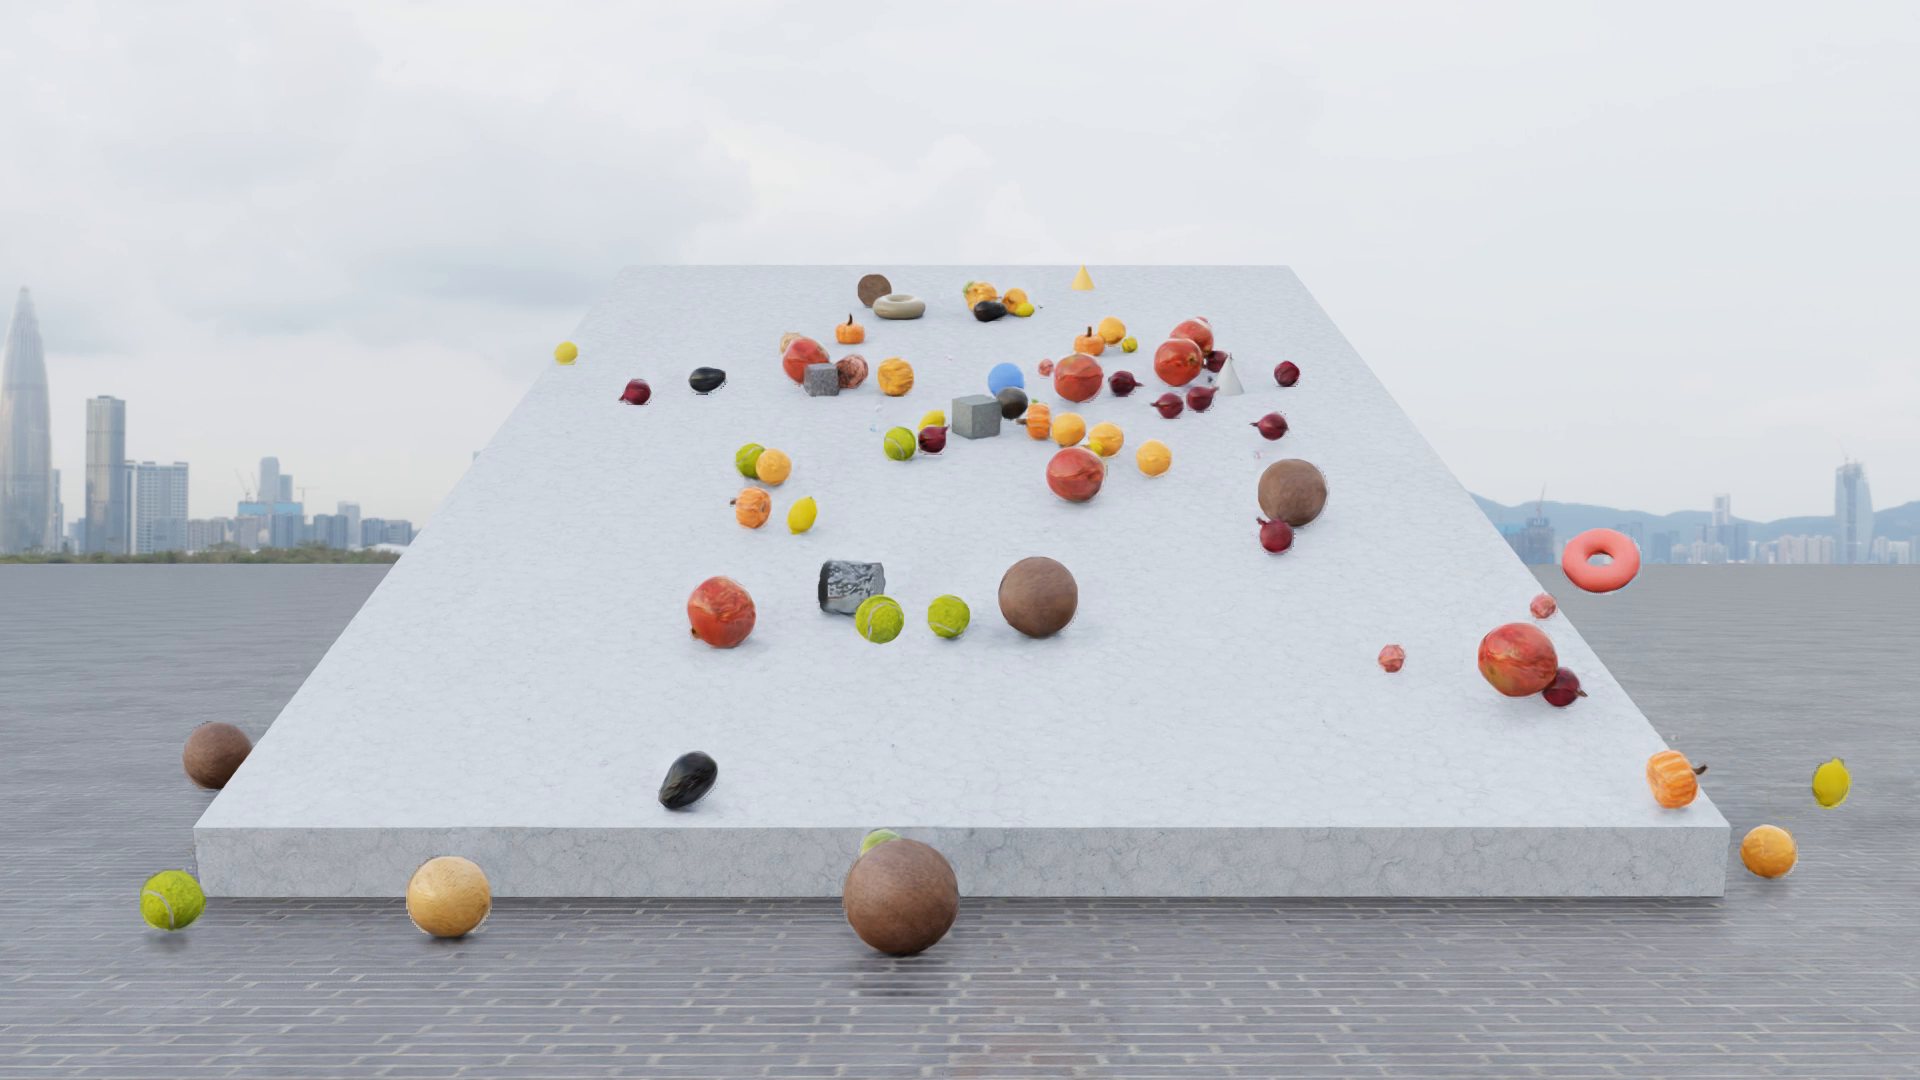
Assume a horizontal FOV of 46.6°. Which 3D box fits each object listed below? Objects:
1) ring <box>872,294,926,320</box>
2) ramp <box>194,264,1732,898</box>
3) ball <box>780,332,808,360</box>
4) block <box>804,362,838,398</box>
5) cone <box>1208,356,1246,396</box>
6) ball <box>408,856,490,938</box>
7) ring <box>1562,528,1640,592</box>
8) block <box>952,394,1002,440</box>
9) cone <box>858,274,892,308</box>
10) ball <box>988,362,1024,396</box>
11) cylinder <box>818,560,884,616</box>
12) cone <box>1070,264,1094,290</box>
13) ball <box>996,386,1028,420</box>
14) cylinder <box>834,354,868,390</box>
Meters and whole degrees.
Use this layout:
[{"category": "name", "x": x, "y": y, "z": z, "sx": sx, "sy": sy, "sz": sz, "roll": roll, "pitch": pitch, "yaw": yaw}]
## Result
[{"category": "ring", "x": -0.163, "y": -0.627, "z": 5.995, "sx": 0.143, "sy": 0.048, "sz": 0.143, "roll": 0, "pitch": 19, "yaw": 0}, {"category": "ramp", "x": -0.003, "y": -0.180, "z": 4.821, "sx": 2.000, "sy": 0.100, "sz": 4.000, "roll": 0, "pitch": 17, "yaw": 0}, {"category": "ball", "x": -0.410, "y": -0.477, "z": 5.483, "sx": 0.069, "sy": 0.069, "sz": 0.069, "roll": 0, "pitch": 0, "yaw": 0}, {"category": "block", "x": -0.321, "y": -0.370, "z": 5.150, "sx": 0.064, "sy": 0.064, "sz": 0.064, "roll": -5, "pitch": 18, "yaw": -17}, {"category": "cone", "x": 0.621, "y": -0.385, "z": 5.167, "sx": 0.085, "sy": 0.085, "sz": 0.085, "roll": 0, "pitch": 17, "yaw": 0}, {"category": "ball", "x": -0.600, "y": 0.419, "z": 2.620, "sx": 0.095, "sy": 0.095, "sz": 0.095, "roll": 0, "pitch": 0, "yaw": 0}, {"category": "ring", "x": 1.209, "y": 0.039, "z": 4.204, "sx": 0.143, "sy": 0.143, "sz": 0.048, "roll": 0, "pitch": -40, "yaw": 18}, {"category": "block", "x": 0.035, "y": -0.265, "z": 4.800, "sx": 0.076, "sy": 0.076, "sz": 0.076, "roll": -11, "pitch": 21, "yaw": -32}, {"category": "cone", "x": -0.243, "y": -0.674, "z": 6.148, "sx": 0.098, "sy": 0.098, "sz": 0.098, "roll": 0, "pitch": -9, "yaw": -12}, {"category": "ball", "x": 0.105, "y": -0.364, "z": 5.096, "sx": 0.085, "sy": 0.085, "sz": 0.085, "roll": 0, "pitch": 0, "yaw": 0}, {"category": "cylinder", "x": -0.179, "y": 0.079, "z": 3.683, "sx": 0.088, "sy": 0.088, "sz": 0.088, "roll": 4, "pitch": 0, "yaw": 14}, {"category": "cone", "x": 0.351, "y": -0.754, "z": 6.361, "sx": 0.072, "sy": 0.072, "sz": 0.072, "roll": 0, "pitch": 17, "yaw": 0}, {"category": "ball", "x": 0.111, "y": -0.296, "z": 4.811, "sx": 0.073, "sy": 0.073, "sz": 0.073, "roll": 0, "pitch": 0, "yaw": 0}, {"category": "cylinder", "x": -0.258, "y": -0.396, "z": 5.223, "sx": 0.070, "sy": 0.070, "sz": 0.070, "roll": 0, "pitch": 17, "yaw": 15}]
